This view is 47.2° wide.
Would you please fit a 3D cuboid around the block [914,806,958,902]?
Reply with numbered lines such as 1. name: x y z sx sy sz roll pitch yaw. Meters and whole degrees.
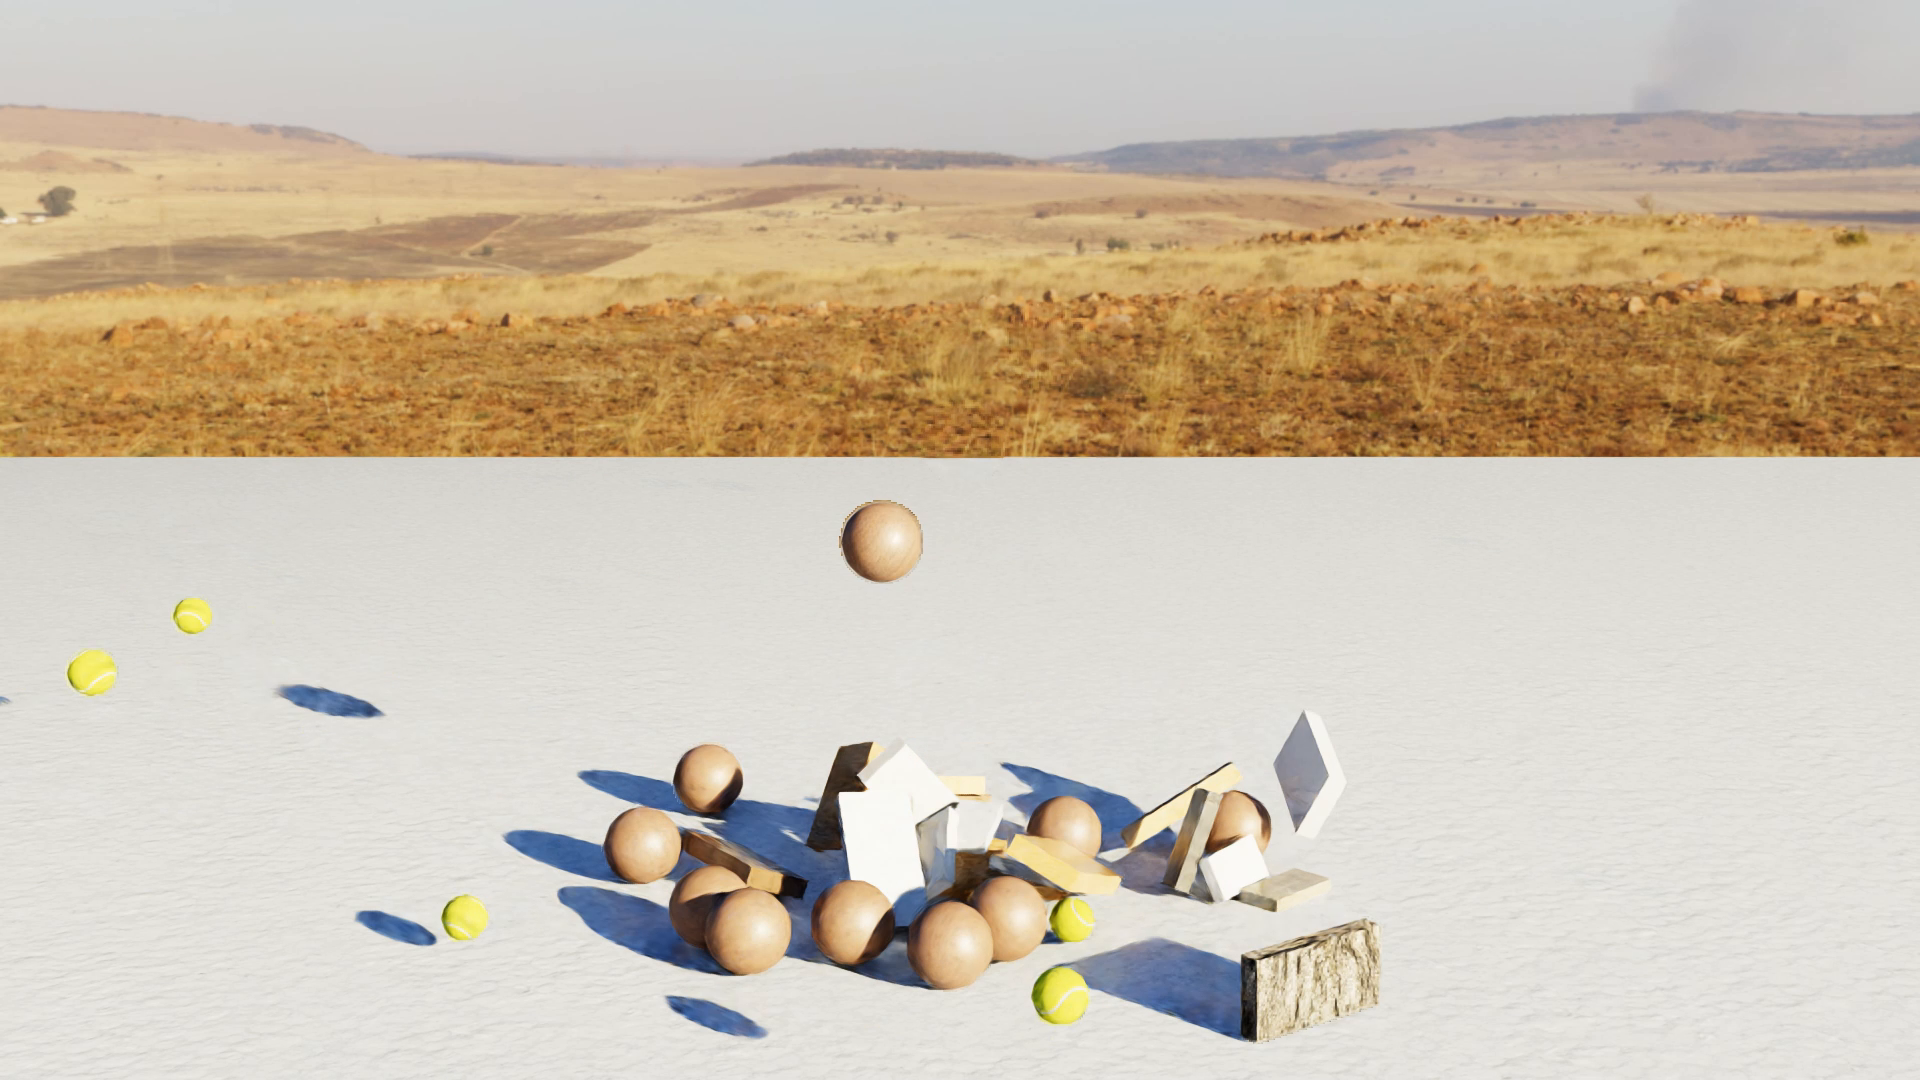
1. block: -0.046 0.525 3.645 0.085 0.024 0.169 -34 27 24

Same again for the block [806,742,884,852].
1. block: -0.203 0.453 3.884 0.028 0.194 0.097 36 -32 -31

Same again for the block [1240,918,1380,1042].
1. block: 0.499 0.623 3.122 0.237 0.118 0.034 -8 12 -34

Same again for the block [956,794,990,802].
1. block: 0.005 0.513 3.871 0.103 0.029 0.205 0 24 -2

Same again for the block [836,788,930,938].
1. block: -0.125 0.515 3.523 0.116 0.231 0.033 -3 -28 -15

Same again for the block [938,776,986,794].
1. block: -0.009 0.454 4.038 0.103 0.029 0.205 0 -9 -2

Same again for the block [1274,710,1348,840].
1. block: 0.601 0.402 3.790 0.034 0.118 0.237 22 21 -11

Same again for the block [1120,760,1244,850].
1. block: 0.388 0.464 3.857 0.231 0.033 0.116 -32 -6 2

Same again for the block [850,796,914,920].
1. block: -0.127 0.524 3.636 0.097 0.028 0.254 -1 38 1

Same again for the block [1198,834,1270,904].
1. block: 0.457 0.547 3.663 0.021 0.076 0.151 -26 -7 37

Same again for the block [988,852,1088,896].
1. block: 0.141 0.554 3.649 0.169 0.024 0.085 13 0 24

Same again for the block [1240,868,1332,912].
1. block: 0.541 0.582 3.654 0.076 0.021 0.151 10 15 44

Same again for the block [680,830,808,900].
1. block: -0.365 0.546 3.701 0.116 0.033 0.231 21 -3 -36

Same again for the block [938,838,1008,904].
1. block: 0.022 0.549 3.690 0.076 0.022 0.153 9 29 14

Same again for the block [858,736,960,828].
1. block: -0.086 0.431 3.800 0.097 0.194 0.028 -43 40 -4

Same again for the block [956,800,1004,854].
1. block: 0.021 0.489 3.755 0.077 0.022 0.153 2 19 12

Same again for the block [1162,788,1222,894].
1. block: 0.386 0.499 3.662 0.024 0.171 0.085 21 -6 -8

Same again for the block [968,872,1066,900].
1. block: 0.095 0.569 3.619 0.151 0.021 0.076 11 2 -38

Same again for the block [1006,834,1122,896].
1. block: 0.168 0.516 3.488 0.118 0.034 0.237 29 1 23
